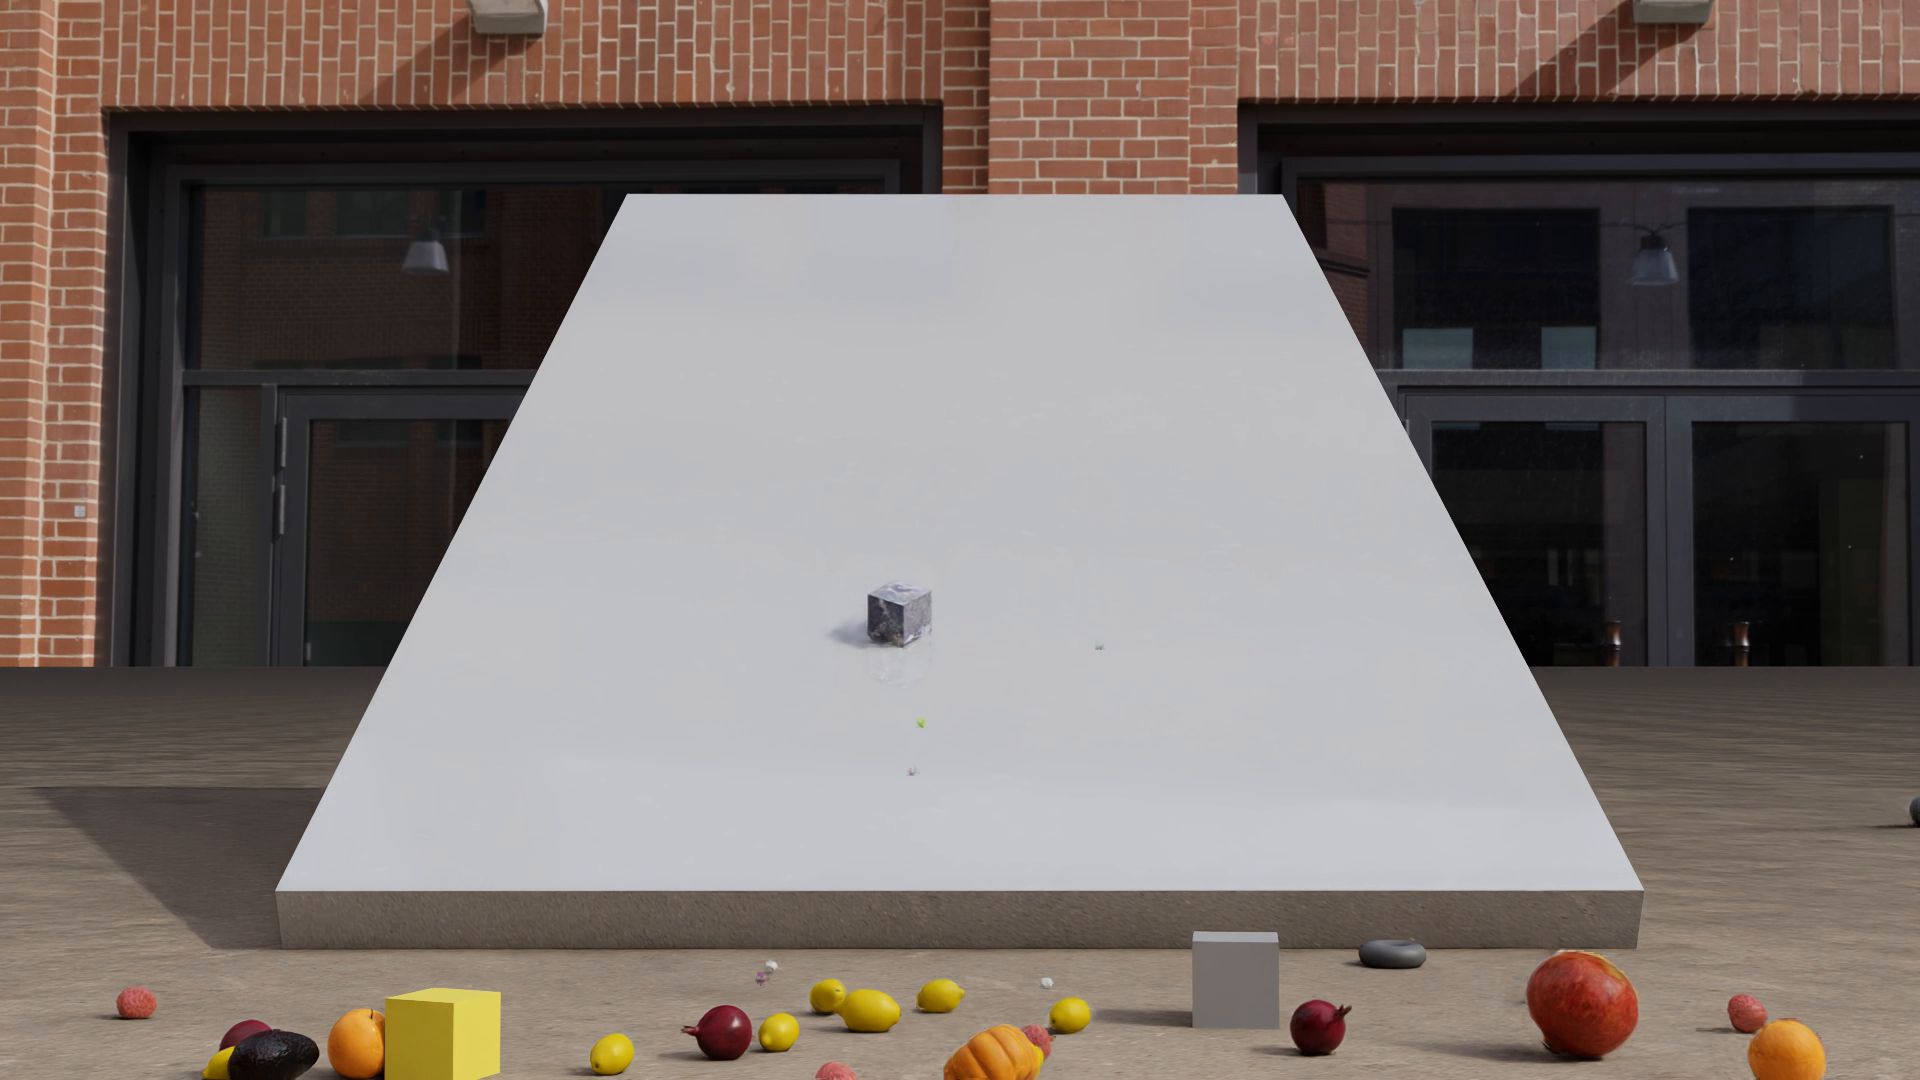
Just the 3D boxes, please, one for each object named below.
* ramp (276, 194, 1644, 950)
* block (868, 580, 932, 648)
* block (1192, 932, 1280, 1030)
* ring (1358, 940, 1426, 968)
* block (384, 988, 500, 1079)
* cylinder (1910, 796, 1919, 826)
[{"bbox_3d":[-0.007,-0.226,5.237,2.000,0.100,4.000,0,23,0],"label":"ramp"},{"bbox_3d":[-0.108,0.131,4.166,0.082,0.082,0.082,17,28,34],"label":"block"},{"bbox_3d":[0.325,0.518,2.729,0.100,0.100,0.100,0,-3,7],"label":"block"},{"bbox_3d":[0.605,0.579,3.233,0.094,0.031,0.094,0,-1,0],"label":"ring"},{"bbox_3d":[-0.530,0.508,2.370,0.083,0.083,0.083,-1,-3,23],"label":"block"},{"bbox_3d":[2.491,0.695,5.919,0.078,0.078,0.078,1,-3,-19],"label":"cylinder"}]
